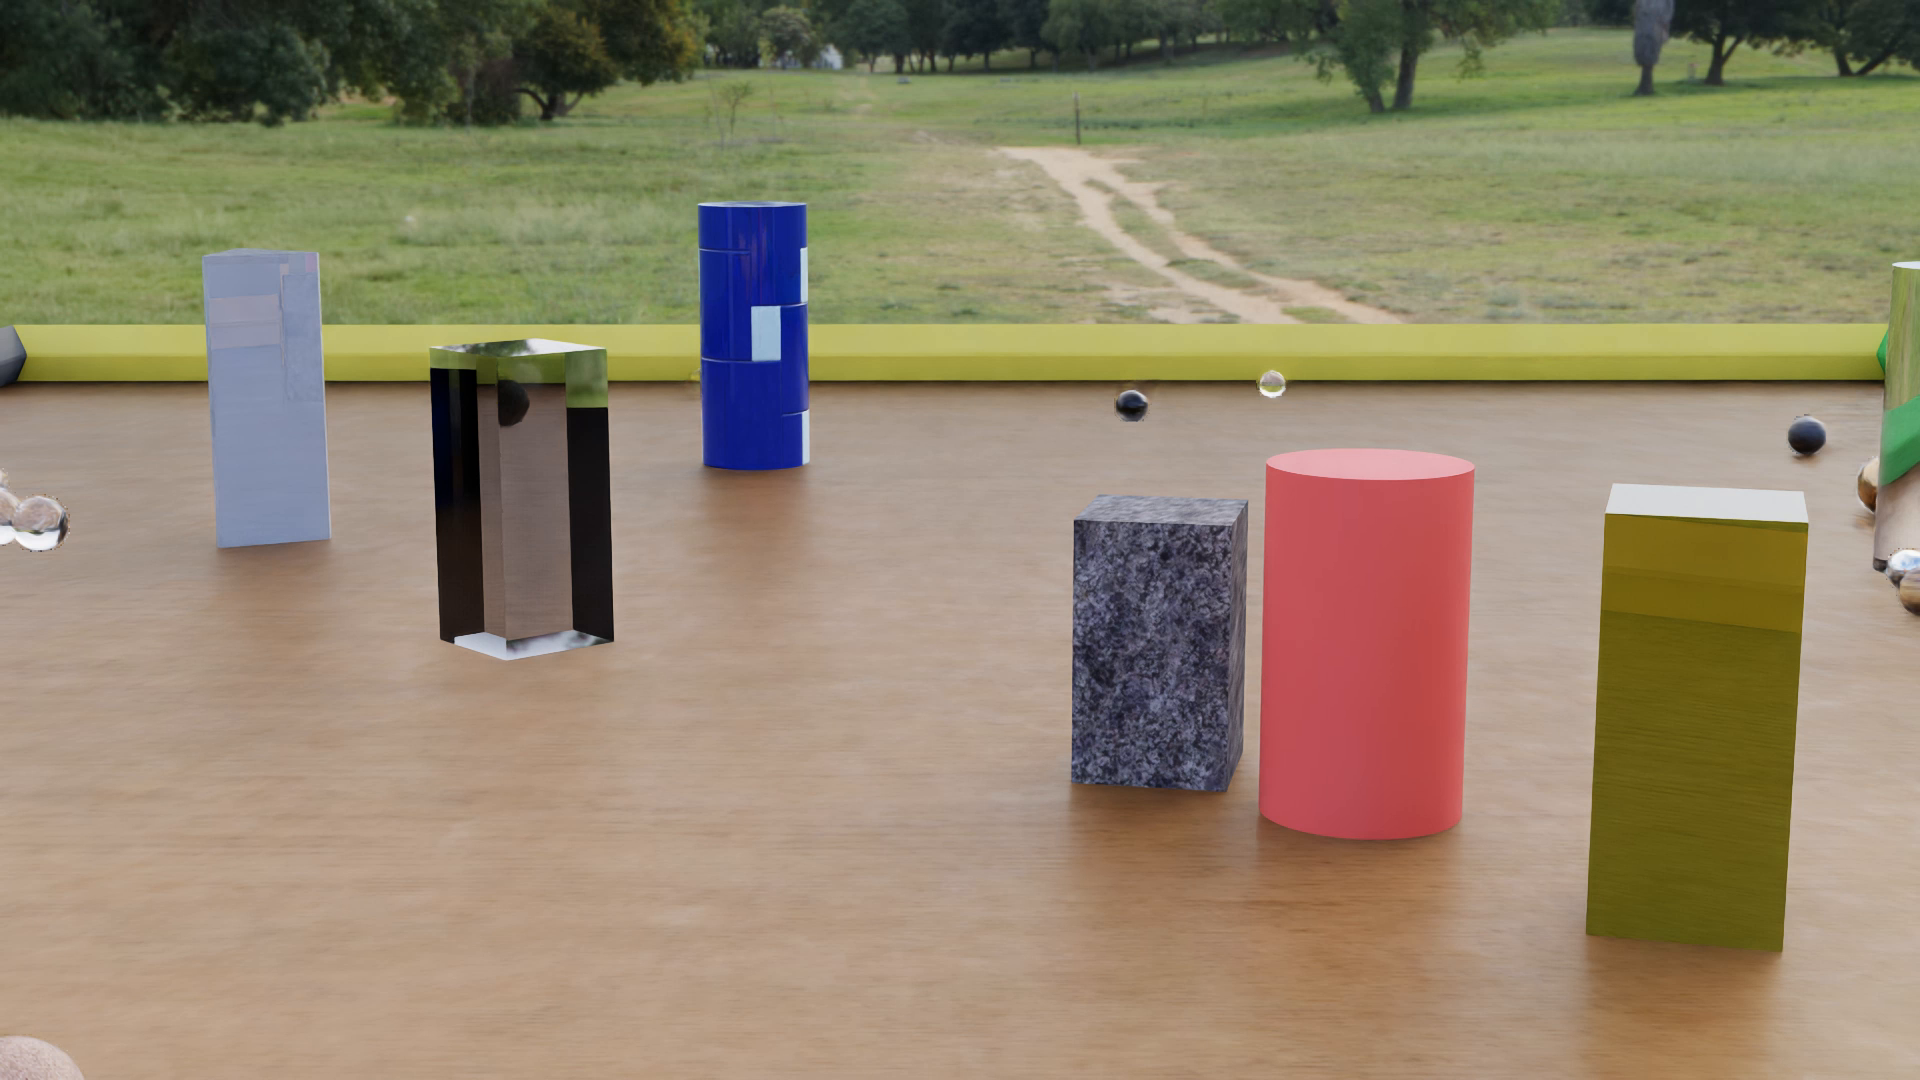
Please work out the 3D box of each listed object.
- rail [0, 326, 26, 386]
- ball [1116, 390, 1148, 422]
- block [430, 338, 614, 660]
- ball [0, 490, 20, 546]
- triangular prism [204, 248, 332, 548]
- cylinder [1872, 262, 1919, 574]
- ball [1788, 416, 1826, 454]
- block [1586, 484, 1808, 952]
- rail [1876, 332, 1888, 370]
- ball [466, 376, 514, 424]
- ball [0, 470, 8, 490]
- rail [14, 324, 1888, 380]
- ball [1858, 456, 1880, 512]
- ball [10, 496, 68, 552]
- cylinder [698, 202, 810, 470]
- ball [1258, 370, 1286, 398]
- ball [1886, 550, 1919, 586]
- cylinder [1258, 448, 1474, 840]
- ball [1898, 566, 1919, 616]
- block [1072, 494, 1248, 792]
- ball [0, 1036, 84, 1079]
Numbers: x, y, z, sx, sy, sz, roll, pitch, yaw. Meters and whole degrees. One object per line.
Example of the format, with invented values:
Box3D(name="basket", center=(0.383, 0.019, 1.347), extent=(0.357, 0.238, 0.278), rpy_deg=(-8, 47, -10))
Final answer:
Box3D(name="rail", center=(-2.172, 0.036, 3.436), extent=(0.045, 0.130, 5.206), rpy_deg=(0, 10, 0))
Box3D(name="ball", center=(0.354, -0.276, 5.299), extent=(0.067, 0.067, 0.067), rpy_deg=(0, 10, 0))
Box3D(name="block", center=(-0.556, -0.056, 3.258), extent=(0.160, 0.377, 0.160), rpy_deg=(-9, 14, -41))
Box3D(name="ball", center=(-1.482, -0.035, 3.940), extent=(0.087, 0.087, 0.087), rpy_deg=(0, 10, 0))
Box3D(name="triangular prism", center=(-1.093, -0.226, 3.992), extent=(0.173, 0.445, 0.150), rpy_deg=(-5, 12, -27))
Box3D(name="cylinder", center=(1.439, -0.174, 3.711), extent=(0.200, 0.443, 0.200), rpy_deg=(0, 10, 0))
Box3D(name="ball", center=(1.608, -0.198, 4.868), extent=(0.071, 0.071, 0.071), rpy_deg=(0, 10, 0))
Box3D(name="block", center=(0.630, 0.147, 2.200), extent=(0.160, 0.363, 0.160), rpy_deg=(3, 11, 16))
Box3D(name="rail", center=(2.172, 0.031, 3.461), extent=(0.045, 0.130, 5.206), rpy_deg=(0, 10, 0))
Box3D(name="ball", center=(-0.969, -0.288, 5.282), extent=(0.097, 0.097, 0.097), rpy_deg=(0, 10, 0))
Box3D(name="ball", center=(-1.645, -0.096, 4.336), extent=(0.064, 0.064, 0.064), rpy_deg=(0, 10, 0))
Box3D(name="rail", center=(-0.015, -0.436, 5.985), extent=(4.391, 0.130, 0.045), rpy_deg=(0, 10, 0))
Box3D(name="ball", center=(1.522, -0.089, 4.203), extent=(0.099, 0.099, 0.099), rpy_deg=(0, 10, 0))
Box3D(name="ball", center=(-1.398, -0.025, 3.897), extent=(0.083, 0.083, 0.083), rpy_deg=(0, 10, 0))
Box3D(name="cylinder", center=(-0.380, -0.380, 4.735), extent=(0.200, 0.477, 0.200), rpy_deg=(0, 10, 0))
Box3D(name="ball", center=(0.693, -0.346, 5.696), extent=(0.060, 0.060, 0.060), rpy_deg=(0, 10, 0))
Box3D(name="ball", center=(1.334, 0.042, 3.609), extent=(0.057, 0.057, 0.057), rpy_deg=(0, 10, 0))
Box3D(name="cylinder", center=(0.396, 0.097, 2.513), extent=(0.200, 0.347, 0.200), rpy_deg=(0, 10, 0))
Box3D(name="ball", center=(1.292, 0.069, 3.432), extent=(0.068, 0.068, 0.068), rpy_deg=(0, 10, 0))
Box3D(name="block", center=(0.210, 0.104, 2.676), extent=(0.160, 0.275, 0.160), rpy_deg=(2, 11, 12))
Box3D(name="ball", center=(-0.624, 0.376, 1.690), extent=(0.097, 0.097, 0.097), rpy_deg=(0, 10, 0))
